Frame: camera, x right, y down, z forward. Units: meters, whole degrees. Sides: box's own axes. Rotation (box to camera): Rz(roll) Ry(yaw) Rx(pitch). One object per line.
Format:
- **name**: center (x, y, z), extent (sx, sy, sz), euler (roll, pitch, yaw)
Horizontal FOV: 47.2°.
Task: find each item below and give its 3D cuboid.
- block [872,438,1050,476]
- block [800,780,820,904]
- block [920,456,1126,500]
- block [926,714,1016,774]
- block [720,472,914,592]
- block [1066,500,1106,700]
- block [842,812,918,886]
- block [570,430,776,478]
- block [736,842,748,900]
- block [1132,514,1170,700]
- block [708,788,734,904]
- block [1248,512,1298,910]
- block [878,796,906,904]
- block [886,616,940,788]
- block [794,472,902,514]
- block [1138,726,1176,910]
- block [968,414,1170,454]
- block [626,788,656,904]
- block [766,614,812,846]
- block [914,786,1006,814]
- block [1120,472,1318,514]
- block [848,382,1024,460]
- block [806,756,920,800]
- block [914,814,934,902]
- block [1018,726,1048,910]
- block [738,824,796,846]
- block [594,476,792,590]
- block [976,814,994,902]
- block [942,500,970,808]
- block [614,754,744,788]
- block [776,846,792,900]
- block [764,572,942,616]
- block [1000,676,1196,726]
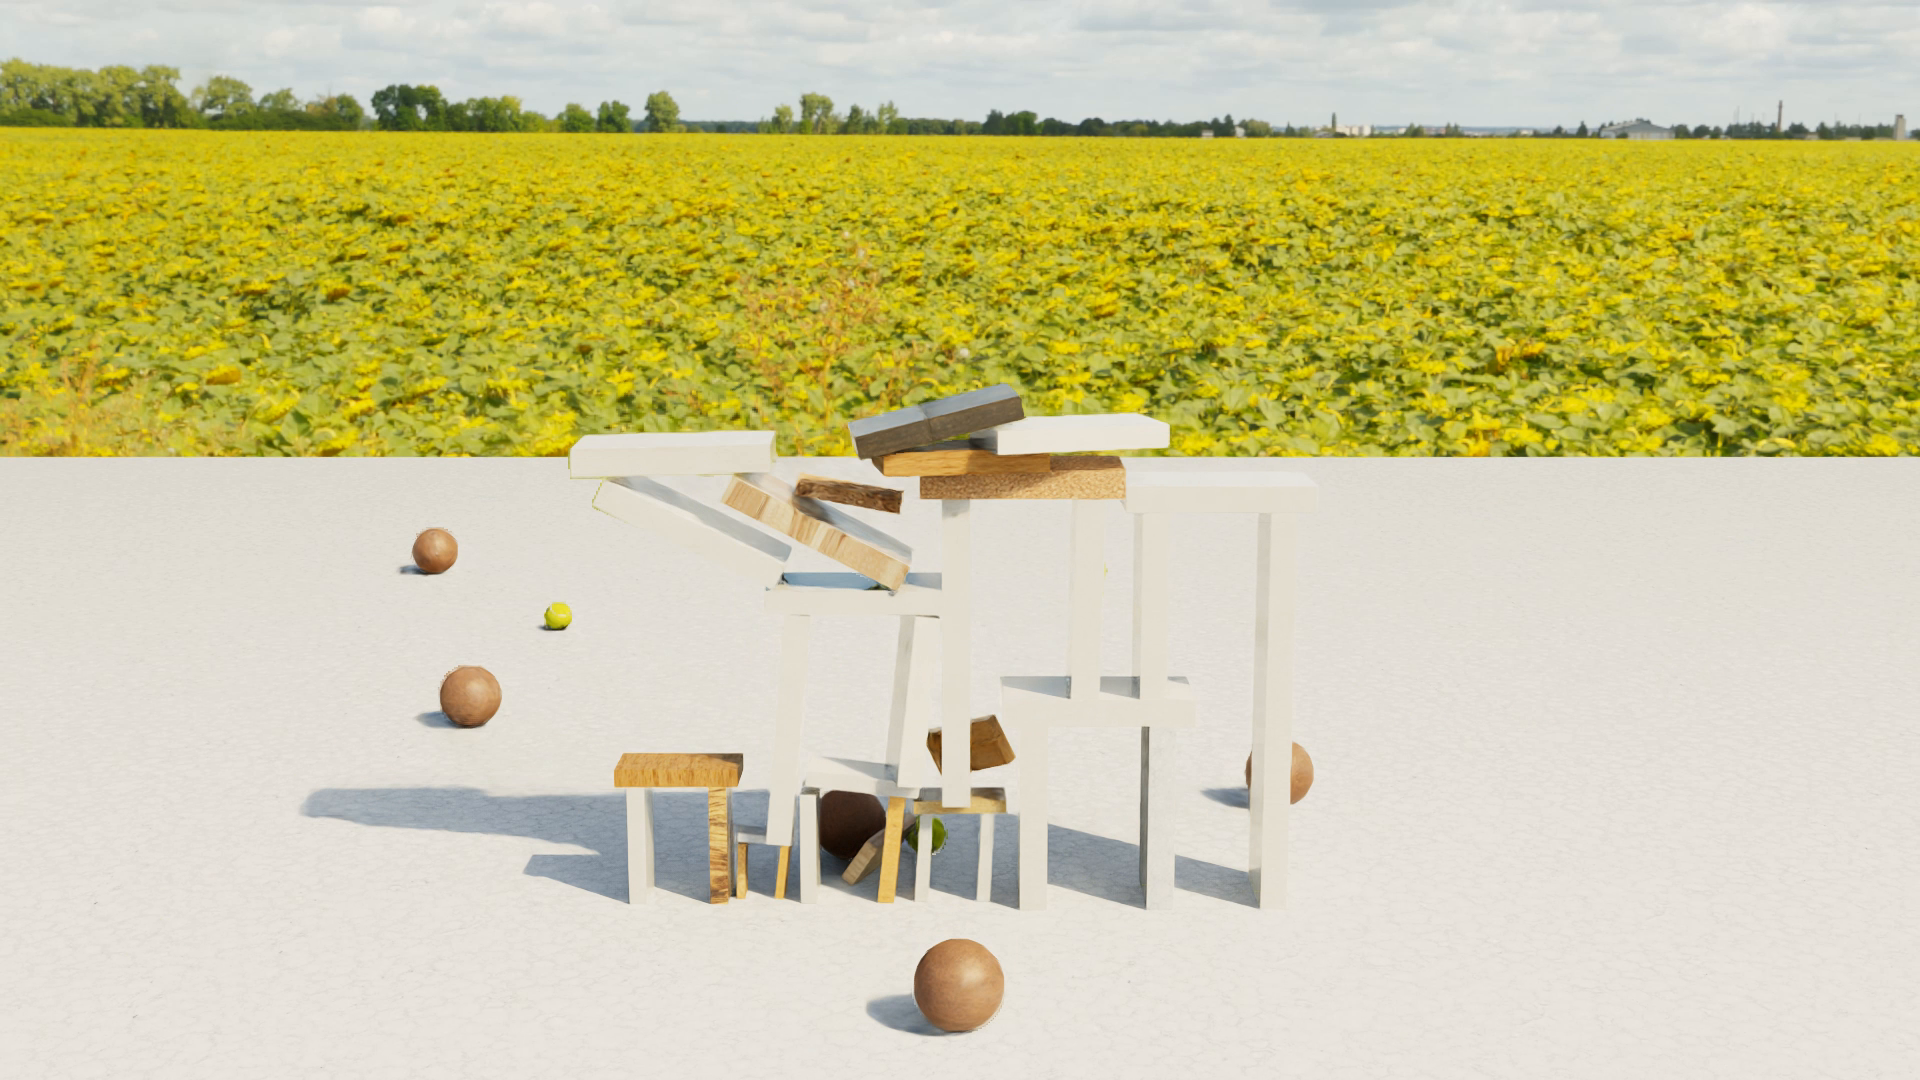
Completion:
- **block**: center (0.001, -0.132, 3.475), extent (0.263, 0.037, 0.131), euler (-2, 11, -10)
- **block**: center (-0.249, 0.500, 3.651), extent (0.026, 0.185, 0.092), euler (0, 11, 0)
- **block**: center (0.099, -0.101, 3.540), extent (0.325, 0.046, 0.162), euler (0, 11, -1)
- **block**: center (0.015, 0.359, 3.831), extent (0.172, 0.086, 0.024), euler (-18, 11, 46)
- **block**: center (-0.227, -0.024, 3.547), extent (0.314, 0.044, 0.157), euler (27, 10, -5)
- **block**: center (0.204, 0.081, 3.577), extent (0.046, 0.325, 0.162), euler (1, 11, 0)
- **block**: center (-0.136, 0.528, 3.772), extent (0.024, 0.086, 0.172), euler (39, 22, 12)
- **block**: center (-0.457, -0.140, 3.536), extent (0.314, 0.044, 0.157), euler (-2, 11, -1)
- **block**: center (-0.362, 0.544, 3.657), extent (0.013, 0.095, 0.047), euler (1, 11, -1)
- **block**: center (0.309, 0.093, 3.574), extent (0.043, 0.303, 0.152), euler (0, 11, -1)
- **block**: center (-0.396, 0.492, 3.648), extent (0.028, 0.201, 0.100), euler (0, 11, 0)
- **block**: center (0.513, 0.267, 3.608), extent (0.043, 0.658, 0.152), euler (0, 11, 0)
- **block**: center (-0.111, 0.498, 3.652), extent (0.026, 0.185, 0.092), euler (6, 11, 0)
- **block**: center (-0.079, 0.248, 3.591), extent (0.040, 0.282, 0.141), euler (4, 11, -11)
- **block**: center (-0.181, -0.076, 3.593), extent (0.172, 0.024, 0.086), euler (10, 10, -2)
- **block**: center (0.327, 0.438, 3.638), extent (0.044, 0.310, 0.155), euler (0, 11, 0)
- **block**: center (0.172, -0.168, 3.472), extent (0.287, 0.037, 0.131), euler (-3, 12, -19)
- **block**: center (-0.529, 0.492, 3.648), extent (0.028, 0.201, 0.100), euler (0, 11, 0)
- **block**: center (-0.279, 0.295, 3.611), extent (0.040, 0.384, 0.141), euler (5, 11, -2)
- **block**: center (-0.001, 0.430, 3.633), extent (0.152, 0.022, 0.076), euler (0, 11, -2)
- **block**: center (0.413, -0.078, 3.543), extent (0.303, 0.043, 0.152), euler (0, 11, -1)
- **block**: center (-0.039, -0.187, 3.441), extent (0.263, 0.037, 0.131), euler (-14, 15, -4)
- **block**: center (-0.157, 0.390, 3.625), extent (0.185, 0.026, 0.092), euler (7, 11, 0)
- **block**: center (-0.059, 0.515, 3.653), extent (0.022, 0.152, 0.076), euler (4, 11, 0)
- **block**: center (0.120, 0.438, 3.638), extent (0.044, 0.311, 0.155), euler (0, 11, 0)
- **block**: center (-0.320, 0.489, 3.641), extent (0.095, 0.013, 0.047), euler (5, 11, -4)
- **block**: center (-0.428, -0.022, 3.555), extent (0.314, 0.044, 0.157), euler (26, 10, -5)
- **block**: center (0.042, 0.515, 3.654), extent (0.022, 0.152, 0.076), euler (3, 10, -1)
- **block**: center (-0.005, 0.169, 3.593), extent (0.046, 0.506, 0.162), euler (0, 11, 0)
- **block**: center (-0.462, 0.379, 3.628), extent (0.201, 0.028, 0.100), euler (0, 11, 0)
- **block**: center (-0.293, 0.544, 3.656), extent (0.013, 0.095, 0.047), euler (7, 11, 1)
- **block**: center (-0.170, 0.086, 3.569), extent (0.282, 0.040, 0.141), euler (0, 11, 0)
- **block**: center (0.223, 0.264, 3.606), extent (0.310, 0.044, 0.155), euler (0, 11, 0)
